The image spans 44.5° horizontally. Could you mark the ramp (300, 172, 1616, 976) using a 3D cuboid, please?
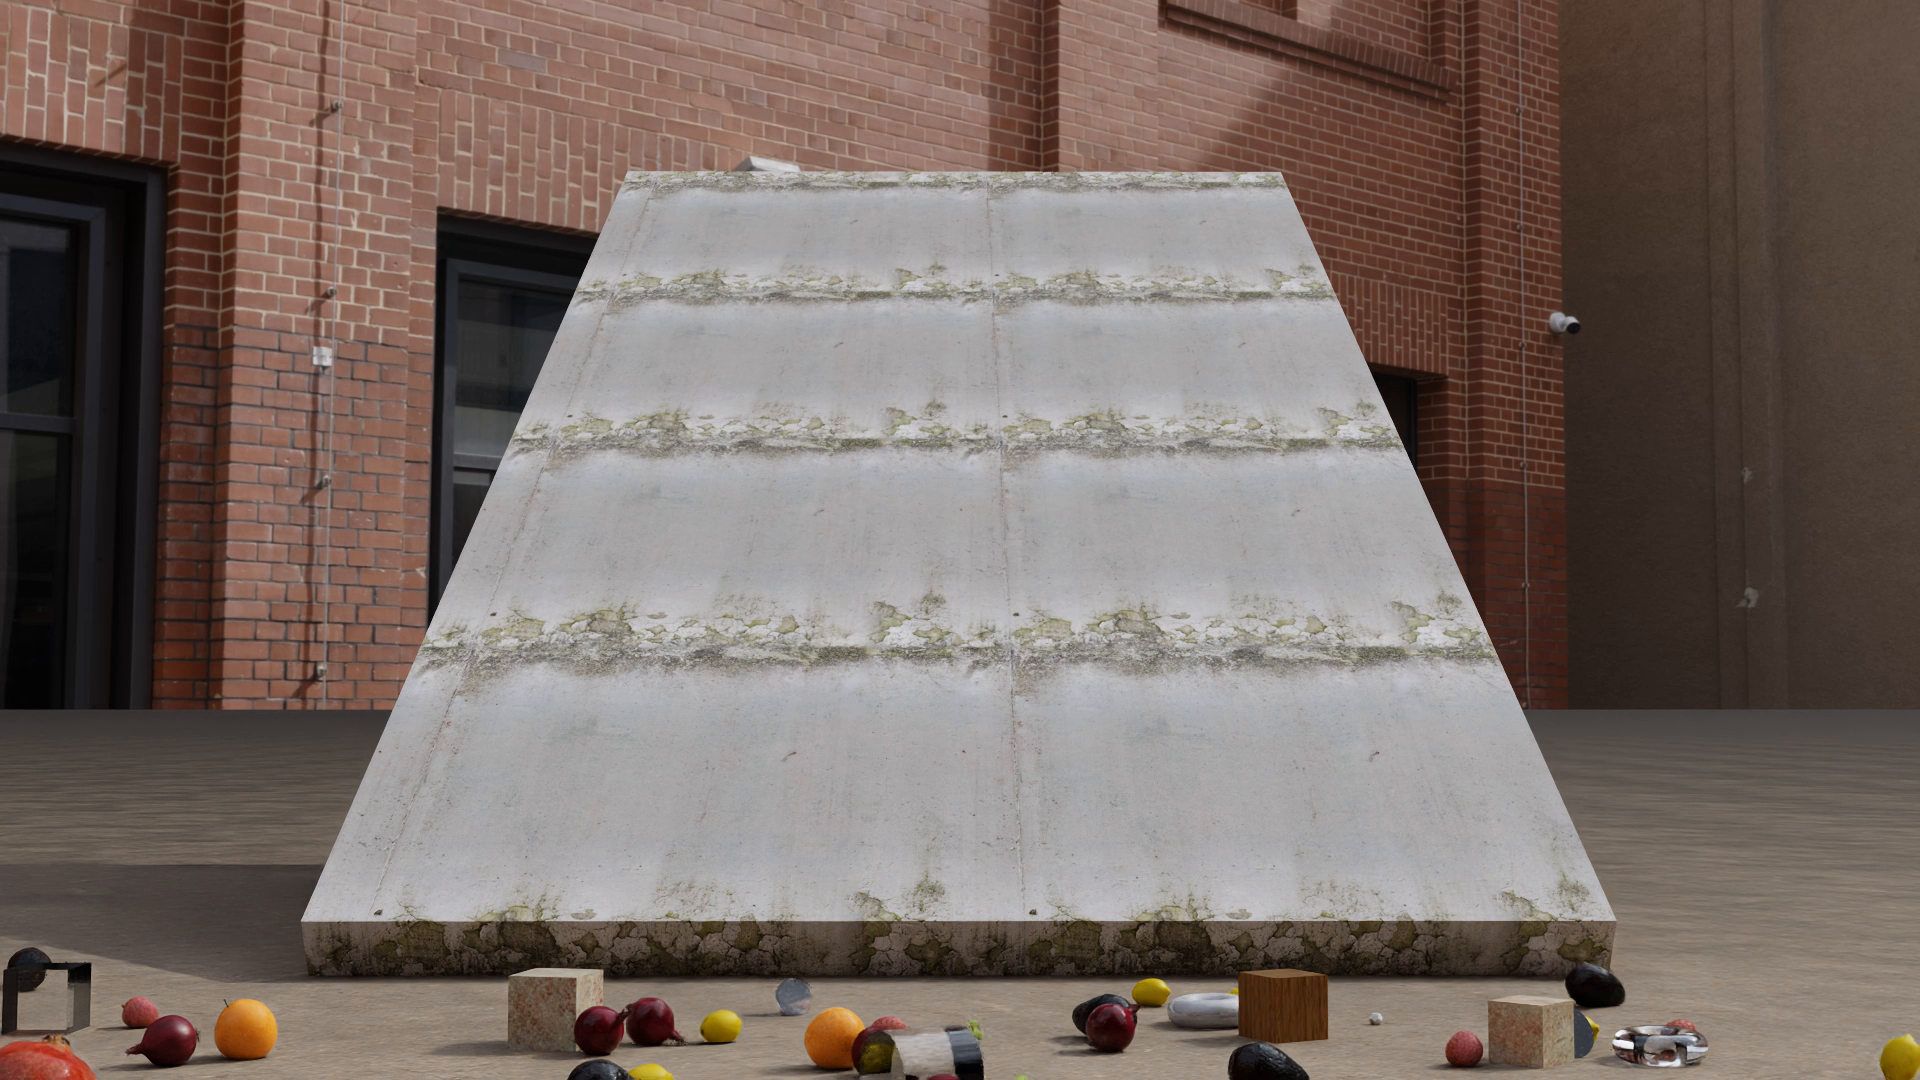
[{"bbox_3d":[-0.009,-0.229,5.395,2.000,0.100,4.000,0,25,0],"label":"ramp"}]

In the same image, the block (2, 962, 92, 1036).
[{"bbox_3d":[-1.168,0.587,3.002,0.082,0.082,0.082,0,-4,0],"label":"block"}]

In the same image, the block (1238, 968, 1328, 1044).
[{"bbox_3d":[0.405,0.583,2.940,0.080,0.080,0.080,2,-5,-28],"label":"block"}]

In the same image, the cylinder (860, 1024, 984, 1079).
[{"bbox_3d":[-0.039,0.537,2.362,0.091,0.091,0.091,2,-5,-31],"label":"cylinder"}]

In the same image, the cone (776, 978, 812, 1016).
[{"bbox_3d":[-0.234,0.627,3.170,0.052,0.052,0.052,2,-31,-28],"label":"cone"}]

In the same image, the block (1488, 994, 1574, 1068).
[{"bbox_3d":[0.667,0.574,2.740,0.071,0.071,0.071,-4,-5,43],"label":"block"}]

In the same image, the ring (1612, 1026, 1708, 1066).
[{"bbox_3d":[0.820,0.592,2.746,0.109,0.036,0.109,0,-3,0],"label":"ring"}]

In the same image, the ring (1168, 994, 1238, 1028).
[{"bbox_3d":[0.325,0.613,3.053,0.110,0.037,0.110,-1,-4,0],"label":"ring"}]

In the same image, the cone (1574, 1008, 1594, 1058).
[{"bbox_3d":[0.713,0.599,2.805,0.065,0.065,0.065,1,-31,-17],"label":"cone"}]

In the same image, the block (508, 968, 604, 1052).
[{"bbox_3d":[-0.495,0.575,2.874,0.088,0.088,0.088,-1,-4,13],"label":"block"}]
